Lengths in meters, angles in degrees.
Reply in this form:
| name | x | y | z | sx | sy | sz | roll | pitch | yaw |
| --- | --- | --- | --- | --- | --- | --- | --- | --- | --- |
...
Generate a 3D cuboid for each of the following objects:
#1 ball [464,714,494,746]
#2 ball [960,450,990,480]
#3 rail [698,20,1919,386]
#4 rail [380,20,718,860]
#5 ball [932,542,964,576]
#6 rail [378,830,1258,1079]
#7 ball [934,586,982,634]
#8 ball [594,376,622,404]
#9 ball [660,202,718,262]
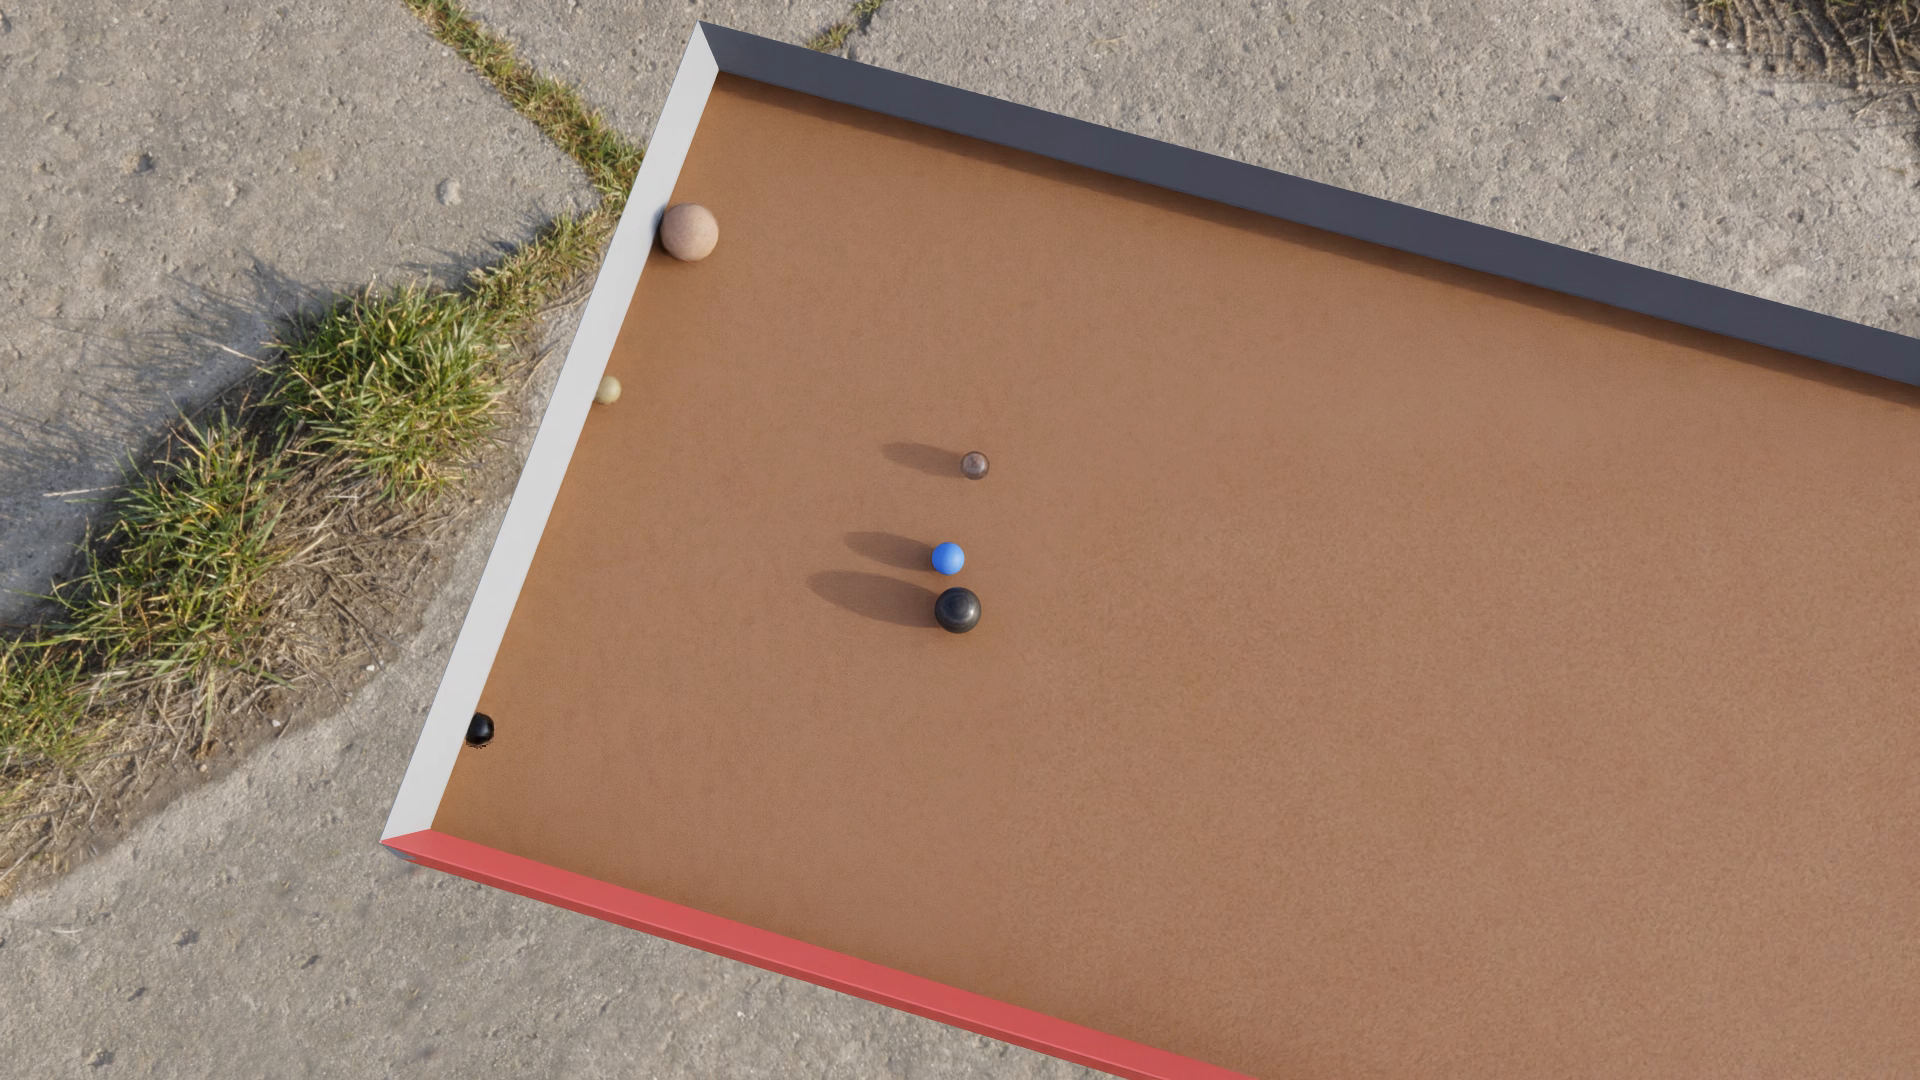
| name | x | y | z | sx | sy | sz | roll | pitch | yaw |
| --- | --- | --- | --- | --- | --- | --- | --- | --- | --- |
| ball | -0.730 | 0.287 | 3.333 | 0.049 | 0.049 | 0.049 | 0 | 71 | 0 |
| ball | 0.024 | -0.117 | 3.473 | 0.047 | 0.047 | 0.047 | 0 | 71 | 0 |
| rail | 0.834 | -0.458 | 3.549 | 2.658 | 0.124 | 0.045 | 16 | 72 | 5 |
| rail | -0.614 | -0.185 | 3.455 | 0.045 | 0.124 | 1.429 | 16 | 72 | 5 |
| ball | -0.019 | 0.029 | 3.421 | 0.051 | 0.051 | 0.051 | 0 | 71 | 0 |
| rail | 0.440 | 0.793 | 3.118 | 2.658 | 0.124 | 0.045 | 16 | 72 | 5 |
| ball | -0.003 | 0.108 | 3.382 | 0.073 | 0.073 | 0.073 | 0 | 71 | 0 |
| ball | -0.566 | -0.240 | 3.515 | 0.047 | 0.047 | 0.047 | 0 | 71 | 0 |
| ball | -0.441 | -0.501 | 3.580 | 0.095 | 0.095 | 0.095 | 0 | 71 | 0 |
